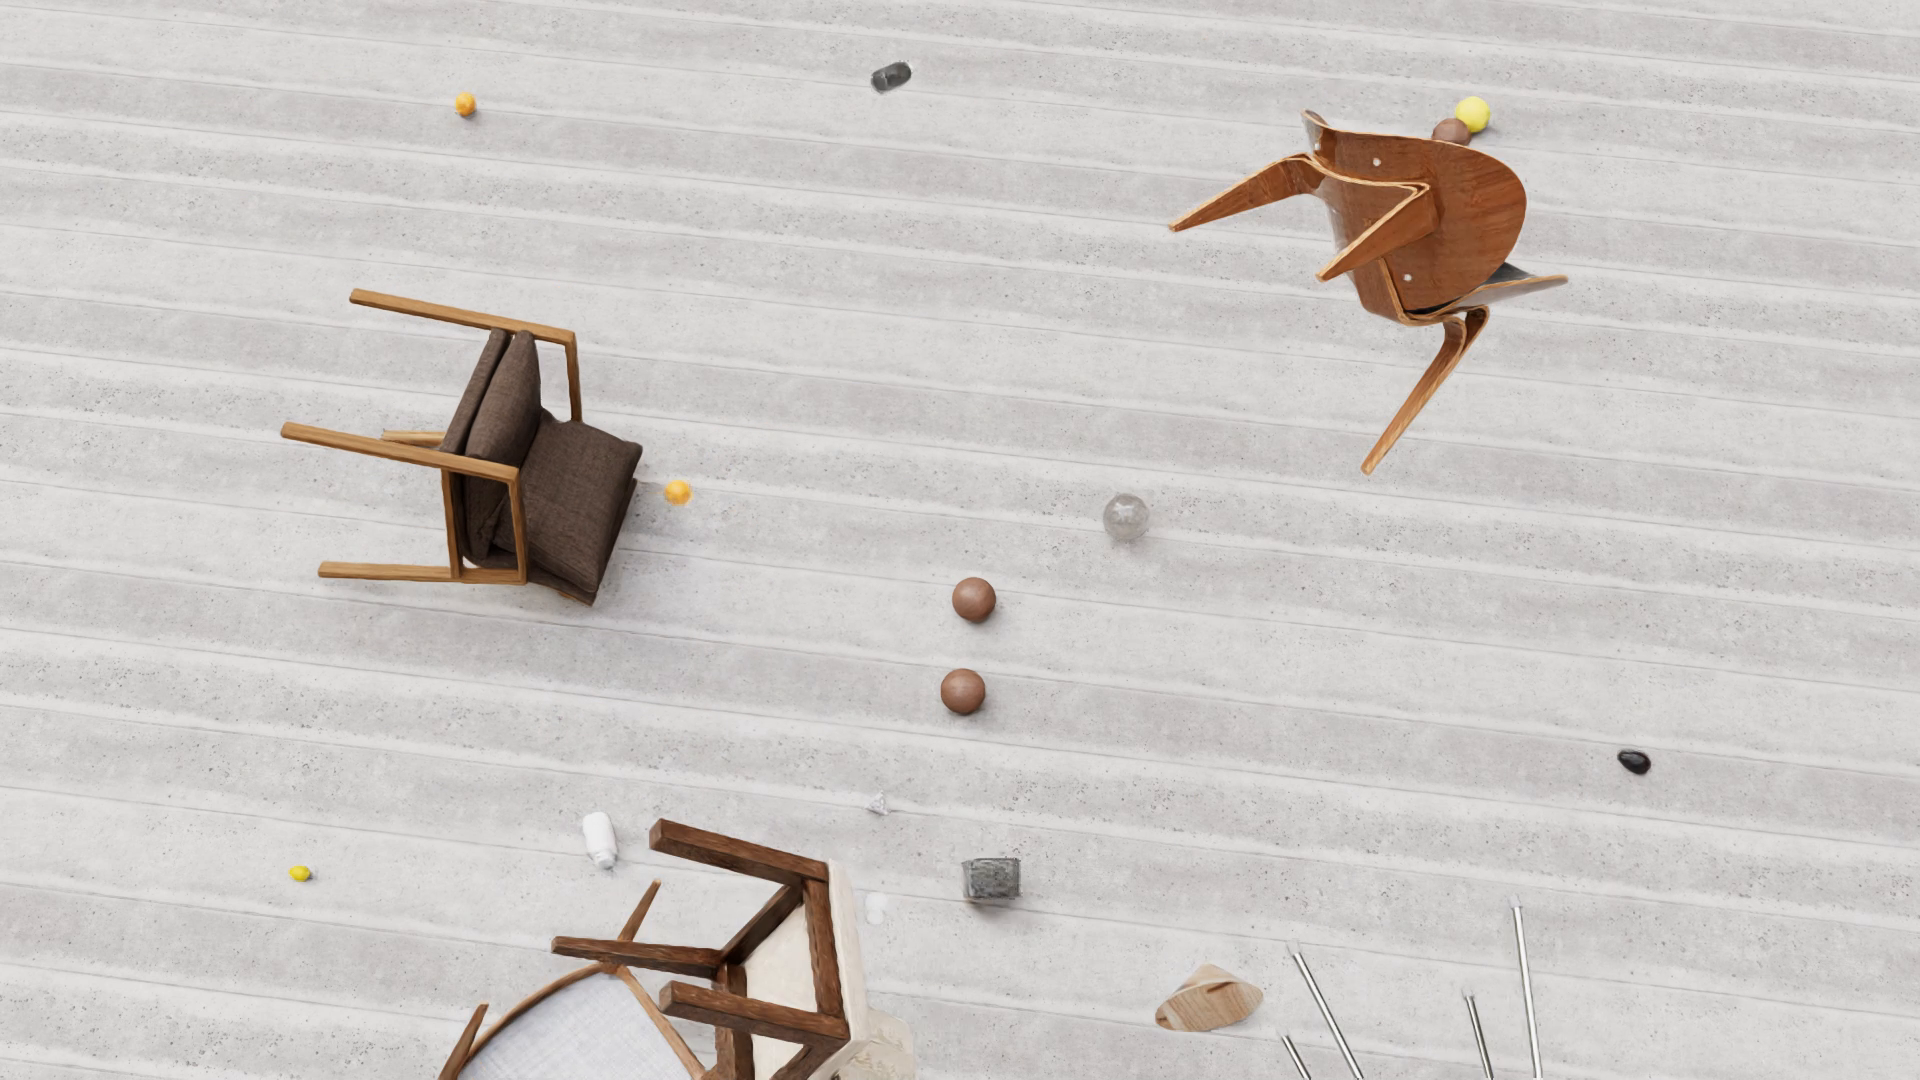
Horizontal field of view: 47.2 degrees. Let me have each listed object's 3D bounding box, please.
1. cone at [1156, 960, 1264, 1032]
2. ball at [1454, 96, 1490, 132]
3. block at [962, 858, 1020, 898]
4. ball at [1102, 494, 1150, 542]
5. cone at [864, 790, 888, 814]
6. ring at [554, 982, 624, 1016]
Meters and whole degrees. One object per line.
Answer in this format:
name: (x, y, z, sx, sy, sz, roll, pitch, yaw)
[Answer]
cone: (0.643, 1.154, 5.727, 0.290, 0.161, 0.163, -19, 33, 15)
ball: (1.741, -1.445, 7.472, 0.119, 0.119, 0.119, 0, 56, 0)
block: (0.081, 0.900, 5.844, 0.127, 0.170, 0.098, 0, 79, -8)
ball: (0.494, -0.067, 6.534, 0.142, 0.142, 0.142, 0, 56, 0)
cone: (-0.217, 0.737, 6.062, 0.070, 0.065, 0.061, -42, 95, 1)
ring: (-0.959, 1.188, 5.694, 0.188, 0.087, 0.061, 13, 39, -21)
